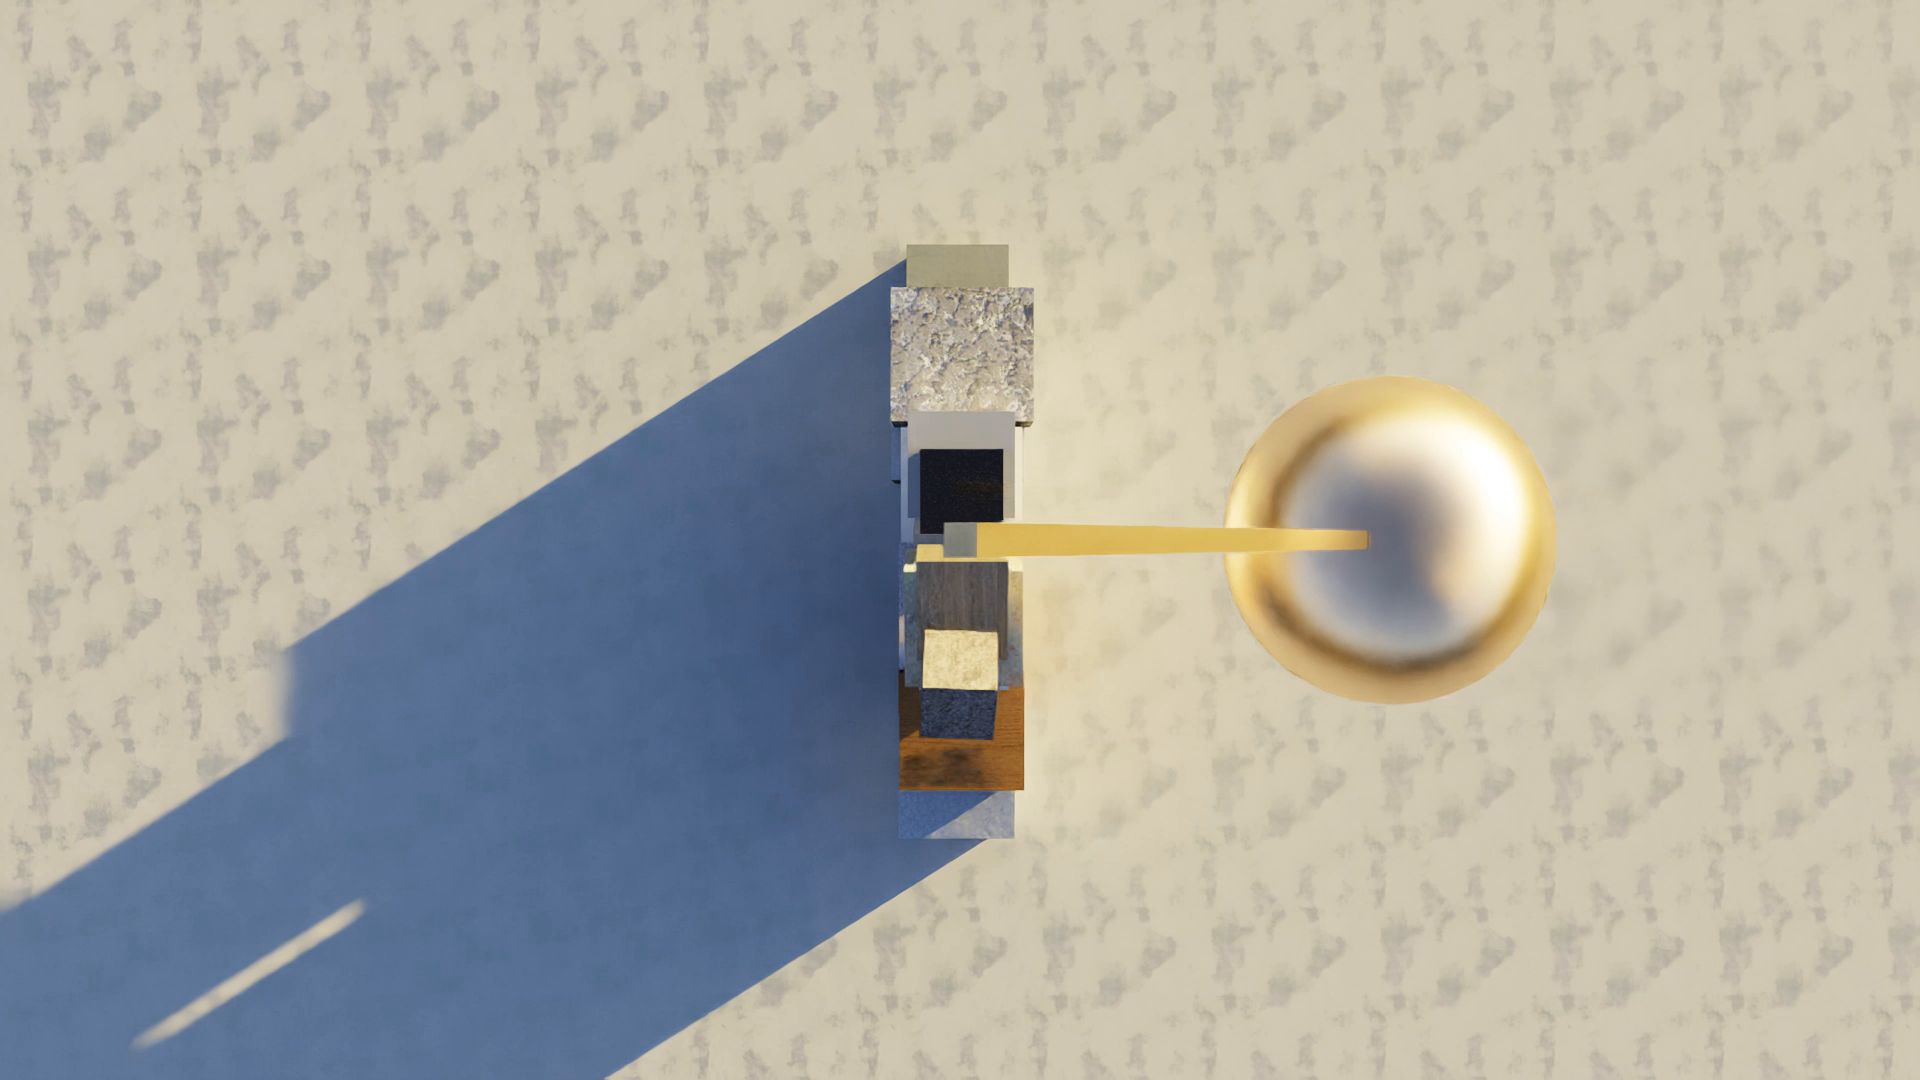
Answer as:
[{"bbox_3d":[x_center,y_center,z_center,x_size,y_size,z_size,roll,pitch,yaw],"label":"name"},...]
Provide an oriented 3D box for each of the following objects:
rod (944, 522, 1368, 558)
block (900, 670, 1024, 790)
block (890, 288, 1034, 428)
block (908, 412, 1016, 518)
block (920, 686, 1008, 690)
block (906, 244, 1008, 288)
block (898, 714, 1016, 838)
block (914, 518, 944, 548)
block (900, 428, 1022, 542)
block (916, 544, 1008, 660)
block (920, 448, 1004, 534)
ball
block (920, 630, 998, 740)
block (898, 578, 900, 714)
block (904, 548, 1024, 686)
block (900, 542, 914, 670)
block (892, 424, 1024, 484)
[{"bbox_3d":[0.899,0.000,7.477,0.080,5.200,0.080,0,90,20],"label":"rod"},{"bbox_3d":[0.011,1.018,12.036,0.668,0.586,0.632,0,91,0],"label":"block"},{"bbox_3d":[0.012,-0.976,11.876,0.751,0.654,0.703,0,90,0],"label":"block"},{"bbox_3d":[0.007,-0.387,11.305,0.541,0.447,0.537,0,92,0],"label":"block"},{"bbox_3d":[0.018,0.547,11.476,0.458,0.473,0.387,0,98,0],"label":"block"},{"bbox_3d":[-0.013,-1.392,12.730,0.579,0.540,0.566,0,90,0],"label":"block"},{"bbox_3d":[-0.018,1.329,12.667,0.653,0.665,0.693,0,90,0],"label":"block"},{"bbox_3d":[-0.017,0.135,11.367,0.439,0.395,0.429,0,102,0],"label":"block"},{"bbox_3d":[0.008,-0.301,11.868,0.634,0.672,0.604,0,92,0],"label":"block"},{"bbox_3d":[0.009,0.290,10.349,0.424,0.434,0.465,0,100,0],"label":"block"},{"bbox_3d":[0.009,-0.243,10.878,0.405,0.418,0.412,0,92,0],"label":"block"},{"bbox_3d":[2.074,0.000,10.668,1.600,1.600,1.600,0,90,0],"label":"ball"},{"bbox_3d":[-0.005,0.658,10.021,0.333,0.363,0.327,3,133,-2],"label":"block"},{"bbox_3d":[0.001,0.592,12.664,0.694,0.672,0.761,0,90,0],"label":"block"},{"bbox_3d":[0.017,0.376,10.895,0.572,0.611,0.568,0,100,0],"label":"block"},{"bbox_3d":[-0.002,0.349,12.032,0.646,0.593,0.686,0,90,0],"label":"block"},{"bbox_3d":[-0.011,-0.716,12.602,0.742,0.797,0.766,0,90,0],"label":"block"}]
